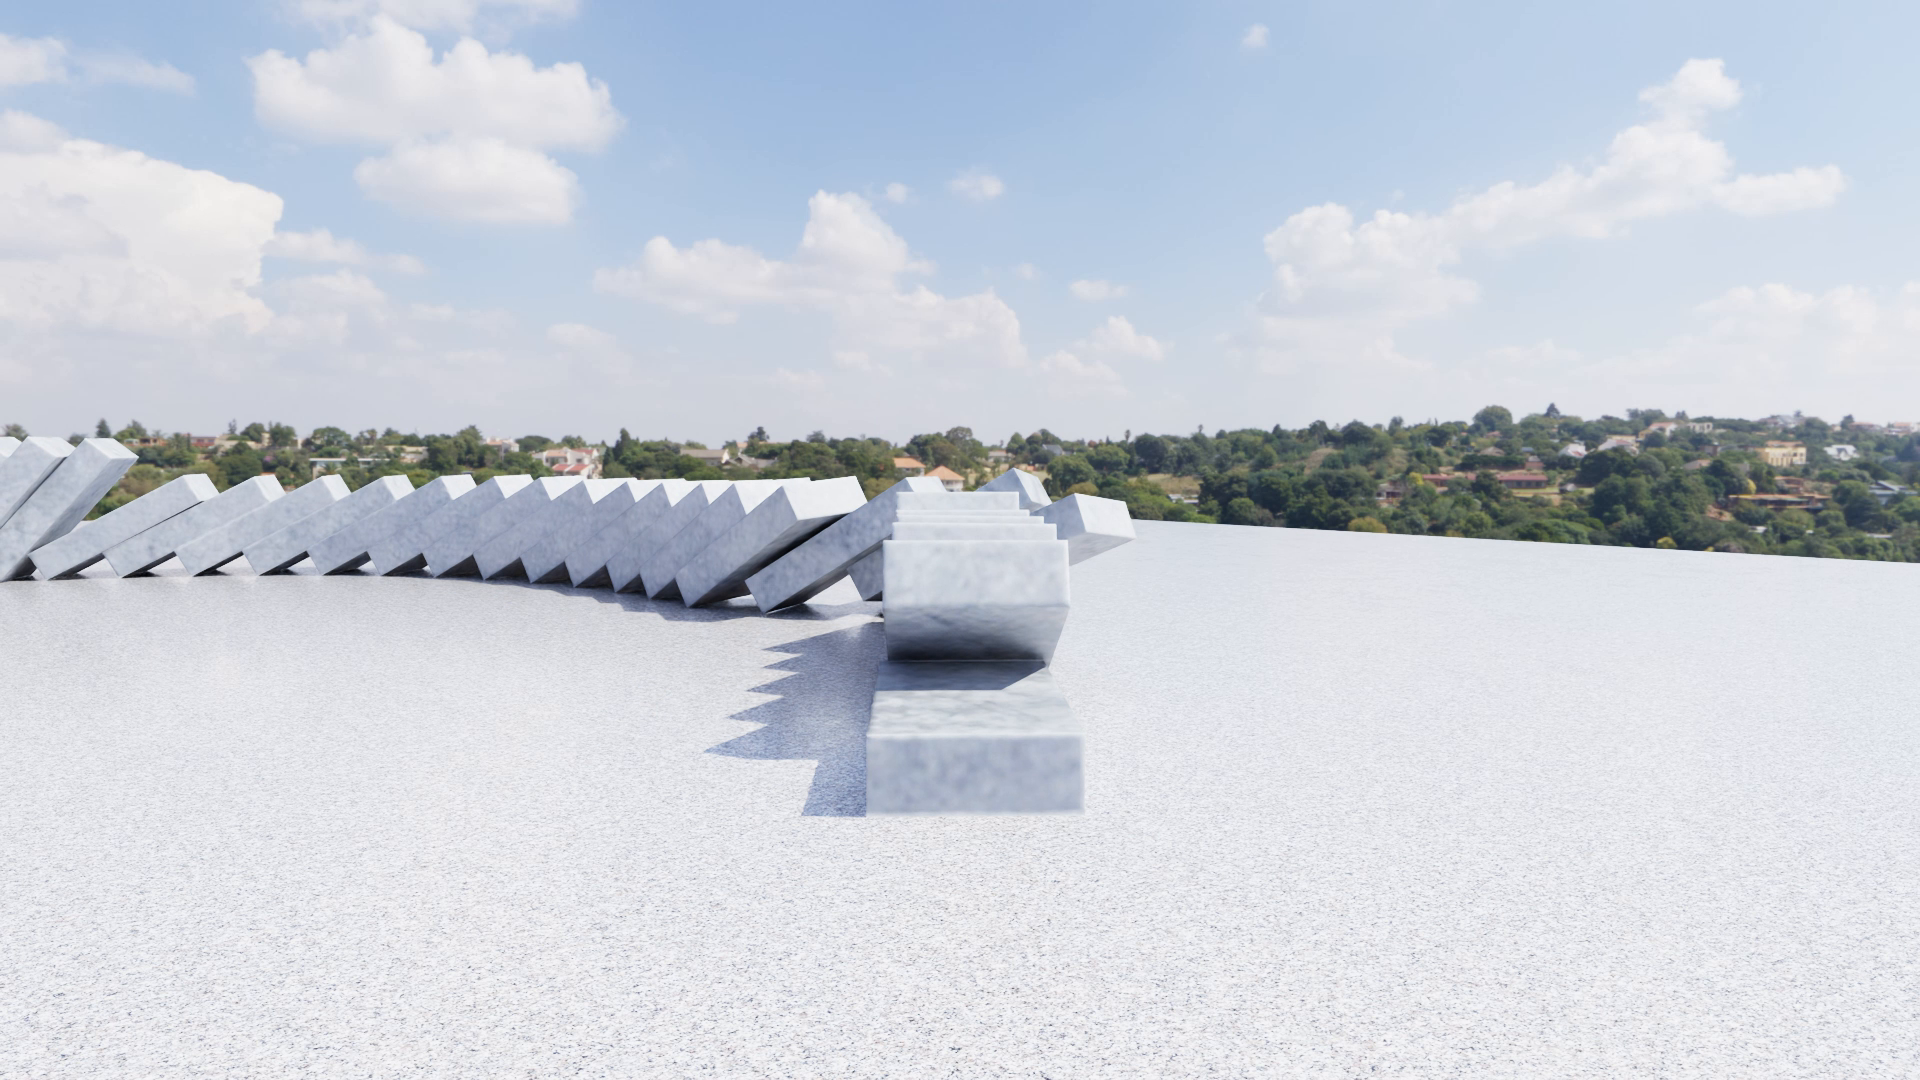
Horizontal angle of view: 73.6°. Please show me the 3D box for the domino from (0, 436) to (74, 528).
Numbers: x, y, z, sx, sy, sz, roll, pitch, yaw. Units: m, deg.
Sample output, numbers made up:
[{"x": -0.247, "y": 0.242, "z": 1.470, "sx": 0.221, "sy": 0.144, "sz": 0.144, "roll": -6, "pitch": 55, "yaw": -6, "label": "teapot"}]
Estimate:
[{"x": -0.297, "y": -0.010, "z": 0.397, "sx": 0.010, "sy": 0.050, "sz": 0.025, "roll": 40, "pitch": -7, "yaw": -15, "label": "domino"}]

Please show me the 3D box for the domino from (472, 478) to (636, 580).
[{"x": -0.126, "y": -0.004, "z": 0.403, "sx": 0.050, "sy": 0.010, "sz": 0.025, "roll": -29, "pitch": -8, "yaw": 23, "label": "domino"}]

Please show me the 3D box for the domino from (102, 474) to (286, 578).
[{"x": -0.250, "y": -0.005, "z": 0.422, "sx": 0.050, "sy": 0.009, "sz": 0.025, "roll": -30, "pitch": 11, "yaw": -11, "label": "domino"}]

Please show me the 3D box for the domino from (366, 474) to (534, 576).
[{"x": -0.165, "y": -0.005, "z": 0.421, "sx": 0.050, "sy": 0.009, "sz": 0.025, "roll": -28, "pitch": 0, "yaw": 8, "label": "domino"}]

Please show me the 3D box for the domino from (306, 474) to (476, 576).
[{"x": -0.187, "y": -0.005, "z": 0.426, "sx": 0.050, "sy": 0.009, "sz": 0.025, "roll": -28, "pitch": 4, "yaw": 2, "label": "domino"}]

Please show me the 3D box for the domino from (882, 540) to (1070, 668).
[{"x": 0.002, "y": 0.013, "z": 0.195, "sx": 0.025, "sy": 0.009, "sz": 0.050, "roll": 0, "pitch": -20, "yaw": -2, "label": "domino"}]

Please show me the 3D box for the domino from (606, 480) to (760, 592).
[{"x": -0.076, "y": -0.001, "z": 0.363, "sx": 0.050, "sy": 0.010, "sz": 0.025, "roll": -33, "pitch": -17, "yaw": 37, "label": "domino"}]

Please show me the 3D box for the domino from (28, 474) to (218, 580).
[{"x": -0.269, "y": -0.005, "z": 0.415, "sx": 0.050, "sy": 0.009, "sz": 0.025, "roll": -31, "pitch": 12, "yaw": -12, "label": "domino"}]

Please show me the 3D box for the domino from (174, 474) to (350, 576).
[{"x": -0.230, "y": -0.005, "z": 0.427, "sx": 0.050, "sy": 0.010, "sz": 0.025, "roll": -30, "pitch": 10, "yaw": -10, "label": "domino"}]

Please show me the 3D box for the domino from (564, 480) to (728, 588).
[{"x": -0.091, "y": -0.002, "z": 0.377, "sx": 0.050, "sy": 0.009, "sz": 0.025, "roll": -31, "pitch": -15, "yaw": 33, "label": "domino"}]

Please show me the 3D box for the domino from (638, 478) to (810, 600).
[{"x": -0.063, "y": 0.000, "z": 0.345, "sx": 0.025, "sy": 0.010, "sz": 0.050, "roll": -8, "pitch": -21, "yaw": -48, "label": "domino"}]

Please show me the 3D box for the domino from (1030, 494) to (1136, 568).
[{"x": 0.015, "y": 0.003, "z": 0.312, "sx": 0.050, "sy": 0.010, "sz": 0.025, "roll": -25, "pitch": -17, "yaw": 31, "label": "domino"}]

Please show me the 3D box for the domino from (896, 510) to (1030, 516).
[{"x": 0.000, "y": 0.008, "z": 0.262, "sx": 0.025, "sy": 0.009, "sz": 0.050, "roll": 0, "pitch": -21, "yaw": -2, "label": "domino"}]

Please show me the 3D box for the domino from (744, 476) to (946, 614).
[{"x": -0.027, "y": 0.001, "z": 0.325, "sx": 0.050, "sy": 0.009, "sz": 0.025, "roll": -32, "pitch": -6, "yaw": 16, "label": "domino"}]

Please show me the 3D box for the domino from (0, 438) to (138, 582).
[{"x": -0.286, "y": -0.010, "z": 0.407, "sx": 0.010, "sy": 0.050, "sz": 0.025, "roll": 41, "pitch": -7, "yaw": -15, "label": "domino"}]

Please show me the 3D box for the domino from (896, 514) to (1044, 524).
[{"x": 0.001, "y": 0.009, "z": 0.239, "sx": 0.025, "sy": 0.010, "sz": 0.050, "roll": 1, "pitch": -21, "yaw": -2, "label": "domino"}]

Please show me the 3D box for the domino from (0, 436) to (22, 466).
[{"x": -0.308, "y": -0.009, "z": 0.393, "sx": 0.010, "sy": 0.050, "sz": 0.025, "roll": 40, "pitch": -7, "yaw": -15, "label": "domino"}]

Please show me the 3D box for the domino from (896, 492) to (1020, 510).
[{"x": -0.001, "y": 0.005, "z": 0.282, "sx": 0.025, "sy": 0.010, "sz": 0.050, "roll": 0, "pitch": -25, "yaw": -2, "label": "domino"}]

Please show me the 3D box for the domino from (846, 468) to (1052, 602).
[{"x": -0.002, "y": -0.001, "z": 0.330, "sx": 0.050, "sy": 0.010, "sz": 0.025, "roll": -31, "pitch": -11, "yaw": 14, "label": "domino"}]

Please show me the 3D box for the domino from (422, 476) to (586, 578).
[{"x": -0.145, "y": -0.005, "z": 0.414, "sx": 0.050, "sy": 0.009, "sz": 0.025, "roll": -28, "pitch": -4, "yaw": 16, "label": "domino"}]

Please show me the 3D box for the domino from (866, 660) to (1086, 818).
[{"x": 0.001, "y": 0.025, "z": 0.171, "sx": 0.025, "sy": 0.009, "sz": 0.050, "roll": 0, "pitch": 4, "yaw": -2, "label": "domino"}]

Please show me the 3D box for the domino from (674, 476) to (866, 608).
[{"x": -0.049, "y": 0.001, "z": 0.328, "sx": 0.050, "sy": 0.010, "sz": 0.025, "roll": -34, "pitch": -15, "yaw": 38, "label": "domino"}]

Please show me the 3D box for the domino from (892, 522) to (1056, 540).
[{"x": 0.001, "y": 0.011, "z": 0.217, "sx": 0.025, "sy": 0.010, "sz": 0.050, "roll": 1, "pitch": -21, "yaw": -2, "label": "domino"}]

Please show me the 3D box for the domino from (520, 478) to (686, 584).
[{"x": -0.108, "y": -0.003, "z": 0.392, "sx": 0.050, "sy": 0.010, "sz": 0.025, "roll": -29, "pitch": -10, "yaw": 27, "label": "domino"}]

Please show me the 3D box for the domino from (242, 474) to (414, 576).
[{"x": -0.209, "y": -0.005, "z": 0.427, "sx": 0.050, "sy": 0.010, "sz": 0.025, "roll": -29, "pitch": 7, "yaw": -5, "label": "domino"}]
